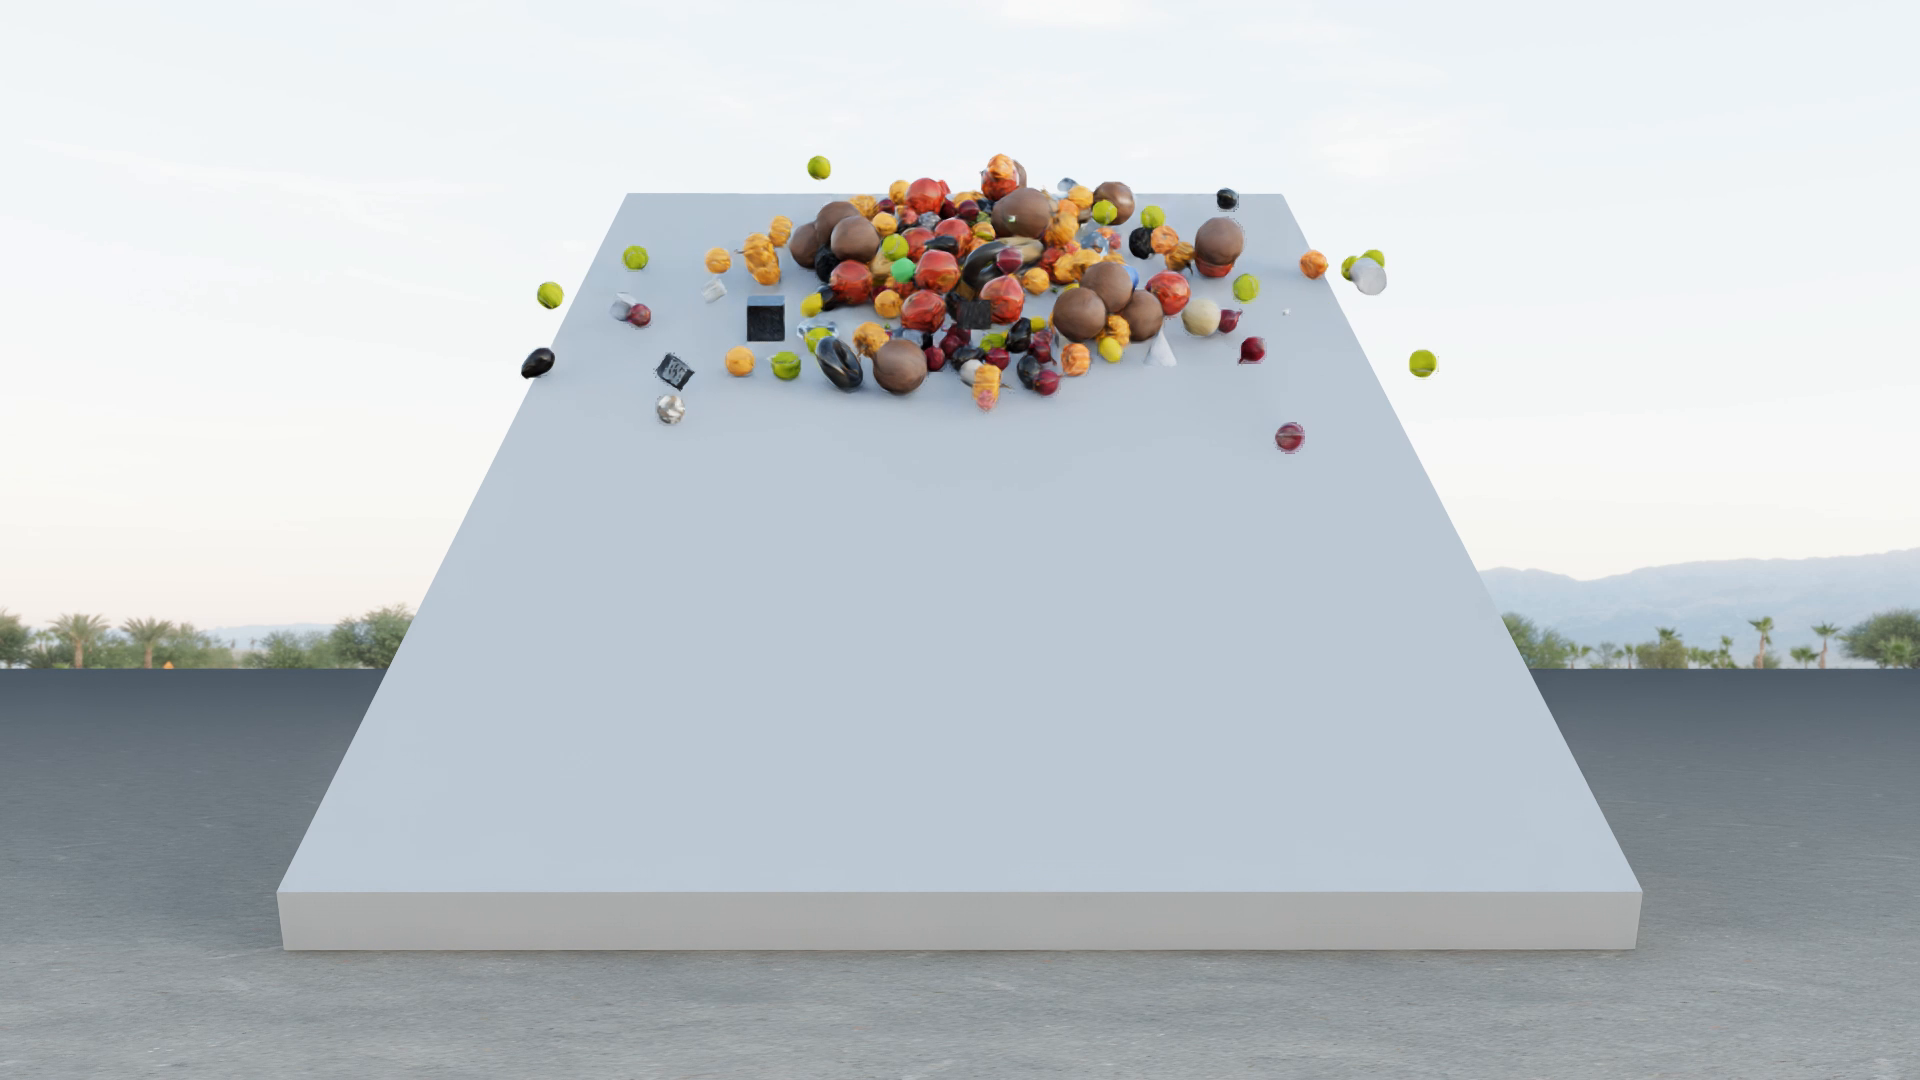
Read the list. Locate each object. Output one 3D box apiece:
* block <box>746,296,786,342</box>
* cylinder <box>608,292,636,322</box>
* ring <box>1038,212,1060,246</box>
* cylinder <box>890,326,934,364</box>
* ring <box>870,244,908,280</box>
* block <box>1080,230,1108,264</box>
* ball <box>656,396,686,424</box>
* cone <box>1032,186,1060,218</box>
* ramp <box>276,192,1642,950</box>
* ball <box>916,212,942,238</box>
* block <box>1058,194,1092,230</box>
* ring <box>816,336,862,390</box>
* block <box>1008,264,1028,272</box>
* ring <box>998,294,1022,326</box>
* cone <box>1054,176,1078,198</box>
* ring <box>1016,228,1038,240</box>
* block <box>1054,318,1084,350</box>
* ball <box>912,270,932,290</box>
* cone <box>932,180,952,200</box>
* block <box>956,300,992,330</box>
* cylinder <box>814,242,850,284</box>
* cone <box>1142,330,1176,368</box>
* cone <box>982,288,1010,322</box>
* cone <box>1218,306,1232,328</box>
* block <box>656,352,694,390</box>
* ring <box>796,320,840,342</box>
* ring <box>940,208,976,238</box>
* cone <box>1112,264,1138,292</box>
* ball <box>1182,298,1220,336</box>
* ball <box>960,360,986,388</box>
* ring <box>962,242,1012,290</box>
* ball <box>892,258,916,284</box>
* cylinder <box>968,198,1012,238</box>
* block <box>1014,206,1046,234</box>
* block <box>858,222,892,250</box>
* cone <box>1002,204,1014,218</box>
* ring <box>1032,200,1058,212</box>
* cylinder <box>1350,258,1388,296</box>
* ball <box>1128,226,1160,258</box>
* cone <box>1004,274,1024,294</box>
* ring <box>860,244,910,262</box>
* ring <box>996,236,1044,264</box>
[{"bbox_3d":[-0.483,-0.553,5.764,0.091,0.091,0.091,-1,23,-2],"label":"block"},{"bbox_3d":[-0.851,-0.588,5.841,0.053,0.053,0.053,26,22,-11],"label":"cylinder"},{"bbox_3d":[0.245,-0.872,6.500,0.035,0.106,0.106,31,-4,0],"label":"ring"},{"bbox_3d":[-0.117,-0.472,5.593,0.077,0.077,0.077,17,7,32],"label":"cylinder"},{"bbox_3d":[-0.189,-0.728,6.076,0.114,0.114,0.038,-3,-41,42],"label":"ring"},{"bbox_3d":[0.367,-0.798,6.295,0.053,0.053,0.053,-28,-48,33],"label":"block"},{"bbox_3d":[-0.648,-0.292,5.186,0.065,0.065,0.065,0,-3,0],"label":"ball"},{"bbox_3d":[0.238,-0.962,6.509,0.079,0.079,0.079,-3,-22,-1],"label":"cone"},{"bbox_3d":[-0.007,-0.226,5.245,2.000,0.100,4.000,0,23,0],"label":"ramp"},{"bbox_3d":[-0.084,-0.856,6.282,0.068,0.068,0.068,0,-3,0],"label":"ball"},{"bbox_3d":[0.326,-0.943,6.661,0.071,0.071,0.071,-13,-9,-24],"label":"block"},{"bbox_3d":[-0.281,-0.412,5.395,0.048,0.143,0.143,-33,-17,22],"label":"ring"},{"bbox_3d":[0.140,-0.774,6.317,0.061,0.061,0.061,20,33,38],"label":"block"},{"bbox_3d":[0.125,-0.581,5.832,0.030,0.089,0.089,33,-1,4],"label":"ring"},{"bbox_3d":[0.307,-1.001,6.630,0.067,0.067,0.067,0,27,-6],"label":"cone"},{"bbox_3d":[0.182,-0.838,6.471,0.088,0.088,0.029,-3,-41,45],"label":"ring"},{"bbox_3d":[0.268,-0.509,5.704,0.059,0.059,0.059,-3,24,-8],"label":"block"},{"bbox_3d":[-0.095,-0.651,5.791,0.052,0.052,0.052,0,-3,0],"label":"ball"},{"bbox_3d":[-0.040,-0.979,6.481,0.052,0.052,0.052,-2,4,39],"label":"cone"},{"bbox_3d":[0.033,-0.519,5.336,0.066,0.066,0.066,-3,6,-12],"label":"block"},{"bbox_3d":[-0.342,-0.741,6.205,0.090,0.090,0.090,0,23,-7],"label":"cylinder"},{"bbox_3d":[0.483,-0.467,5.578,0.084,0.084,0.084,0,23,0],"label":"cone"},{"bbox_3d":[0.085,-0.580,5.874,0.086,0.086,0.086,17,-24,8],"label":"cone"},{"bbox_3d":[0.659,-0.561,5.873,0.054,0.054,0.054,0,-3,1],"label":"cone"},{"bbox_3d":[-0.661,-0.390,5.359,0.055,0.055,0.055,34,6,-34],"label":"block"},{"bbox_3d":[-0.354,-0.521,5.760,0.109,0.036,0.109,1,23,-1],"label":"ring"},{"bbox_3d":[-0.007,-0.902,6.580,0.120,0.040,0.120,38,5,-4],"label":"ring"},{"bbox_3d":[0.414,-0.654,5.888,0.072,0.072,0.072,-1,27,15],"label":"cone"},{"bbox_3d":[0.596,-0.552,5.721,0.096,0.096,0.096,0,-3,0],"label":"ball"},{"bbox_3d":[0.031,-0.390,5.419,0.065,0.065,0.065,0,-3,0],"label":"ball"},{"bbox_3d":[0.069,-0.691,5.825,0.141,0.047,0.141,-25,-31,-17],"label":"ring"},{"bbox_3d":[-0.142,-0.677,5.818,0.063,0.063,0.063,0,-3,0],"label":"ball"},{"bbox_3d":[0.086,-0.922,6.626,0.093,0.093,0.093,2,18,-34],"label":"cylinder"},{"bbox_3d":[0.204,-0.903,6.602,0.064,0.064,0.064,15,42,31],"label":"block"},{"bbox_3d":[-0.239,-0.849,6.487,0.066,0.066,0.066,-21,31,-40],"label":"block"},{"bbox_3d":[0.141,-0.956,6.790,0.052,0.052,0.052,15,-10,-30],"label":"cone"},{"bbox_3d":[0.237,-0.927,6.416,0.077,0.026,0.077,0,-5,0],"label":"ring"},{"bbox_3d":[1.086,-0.700,6.152,0.082,0.082,0.082,0,23,-7],"label":"cylinder"},{"bbox_3d":[0.510,-0.823,6.400,0.090,0.090,0.090,0,-3,0],"label":"ball"},{"bbox_3d":[0.136,-0.675,6.137,0.056,0.056,0.056,1,-4,-11],"label":"cone"},{"bbox_3d":[-0.204,-0.774,6.276,0.136,0.045,0.136,3,13,-1],"label":"ring"},{"bbox_3d":[0.154,-0.776,6.197,0.148,0.049,0.148,1,22,0],"label":"ring"}]
